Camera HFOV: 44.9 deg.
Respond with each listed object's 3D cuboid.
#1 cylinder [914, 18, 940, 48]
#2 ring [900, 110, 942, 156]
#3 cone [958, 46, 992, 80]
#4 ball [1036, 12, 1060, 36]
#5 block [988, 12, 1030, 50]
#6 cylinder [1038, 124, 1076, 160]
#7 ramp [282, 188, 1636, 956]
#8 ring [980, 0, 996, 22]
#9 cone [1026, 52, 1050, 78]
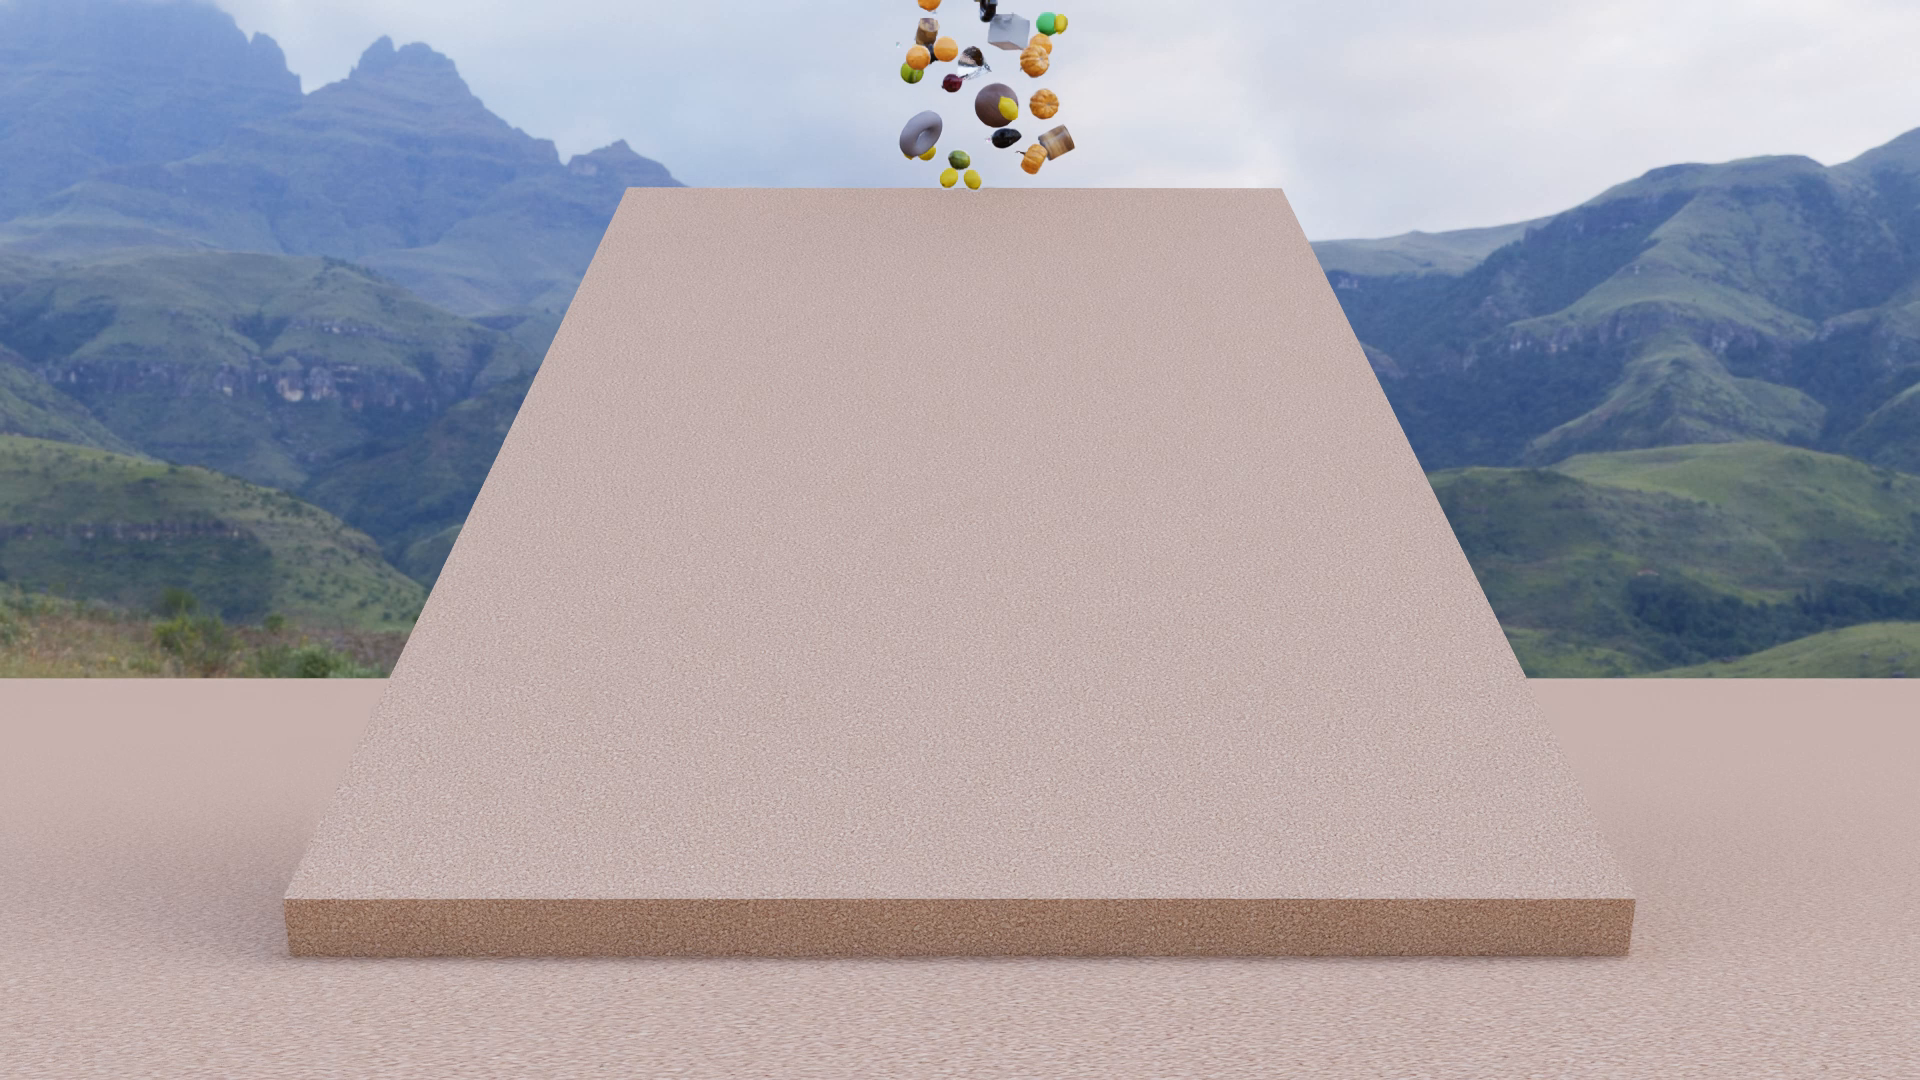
[{"bbox_3d":[-0.099,-1.518,6.938,0.063,0.063,0.063,1,-39,-13],"label":"cylinder"},{"bbox_3d":[-0.113,-1.169,6.685,0.050,0.150,0.150,44,17,23],"label":"ring"},{"bbox_3d":[0.061,-1.357,6.664,0.096,0.096,0.096,-3,-6,40],"label":"cone"},{"bbox_3d":[0.258,-1.513,6.805,0.070,0.070,0.070,0,-3,0],"label":"ball"},{"bbox_3d":[0.147,-1.524,6.963,0.086,0.086,0.086,7,-2,39],"label":"block"},{"bbox_3d":[0.287,-1.183,6.906,0.083,0.083,0.083,-27,-3,0],"label":"cylinder"},{"bbox_3d":[-0.008,-0.227,5.282,2.000,0.100,4.000,0,24,0],"label":"ramp"},{"bbox_3d":[0.083,-1.588,6.909,0.033,0.098,0.098,6,-5,-19],"label":"ring"},{"bbox_3d":[0.216,-1.438,6.941,0.078,0.078,0.078,-26,-29,-16],"label":"cone"}]
